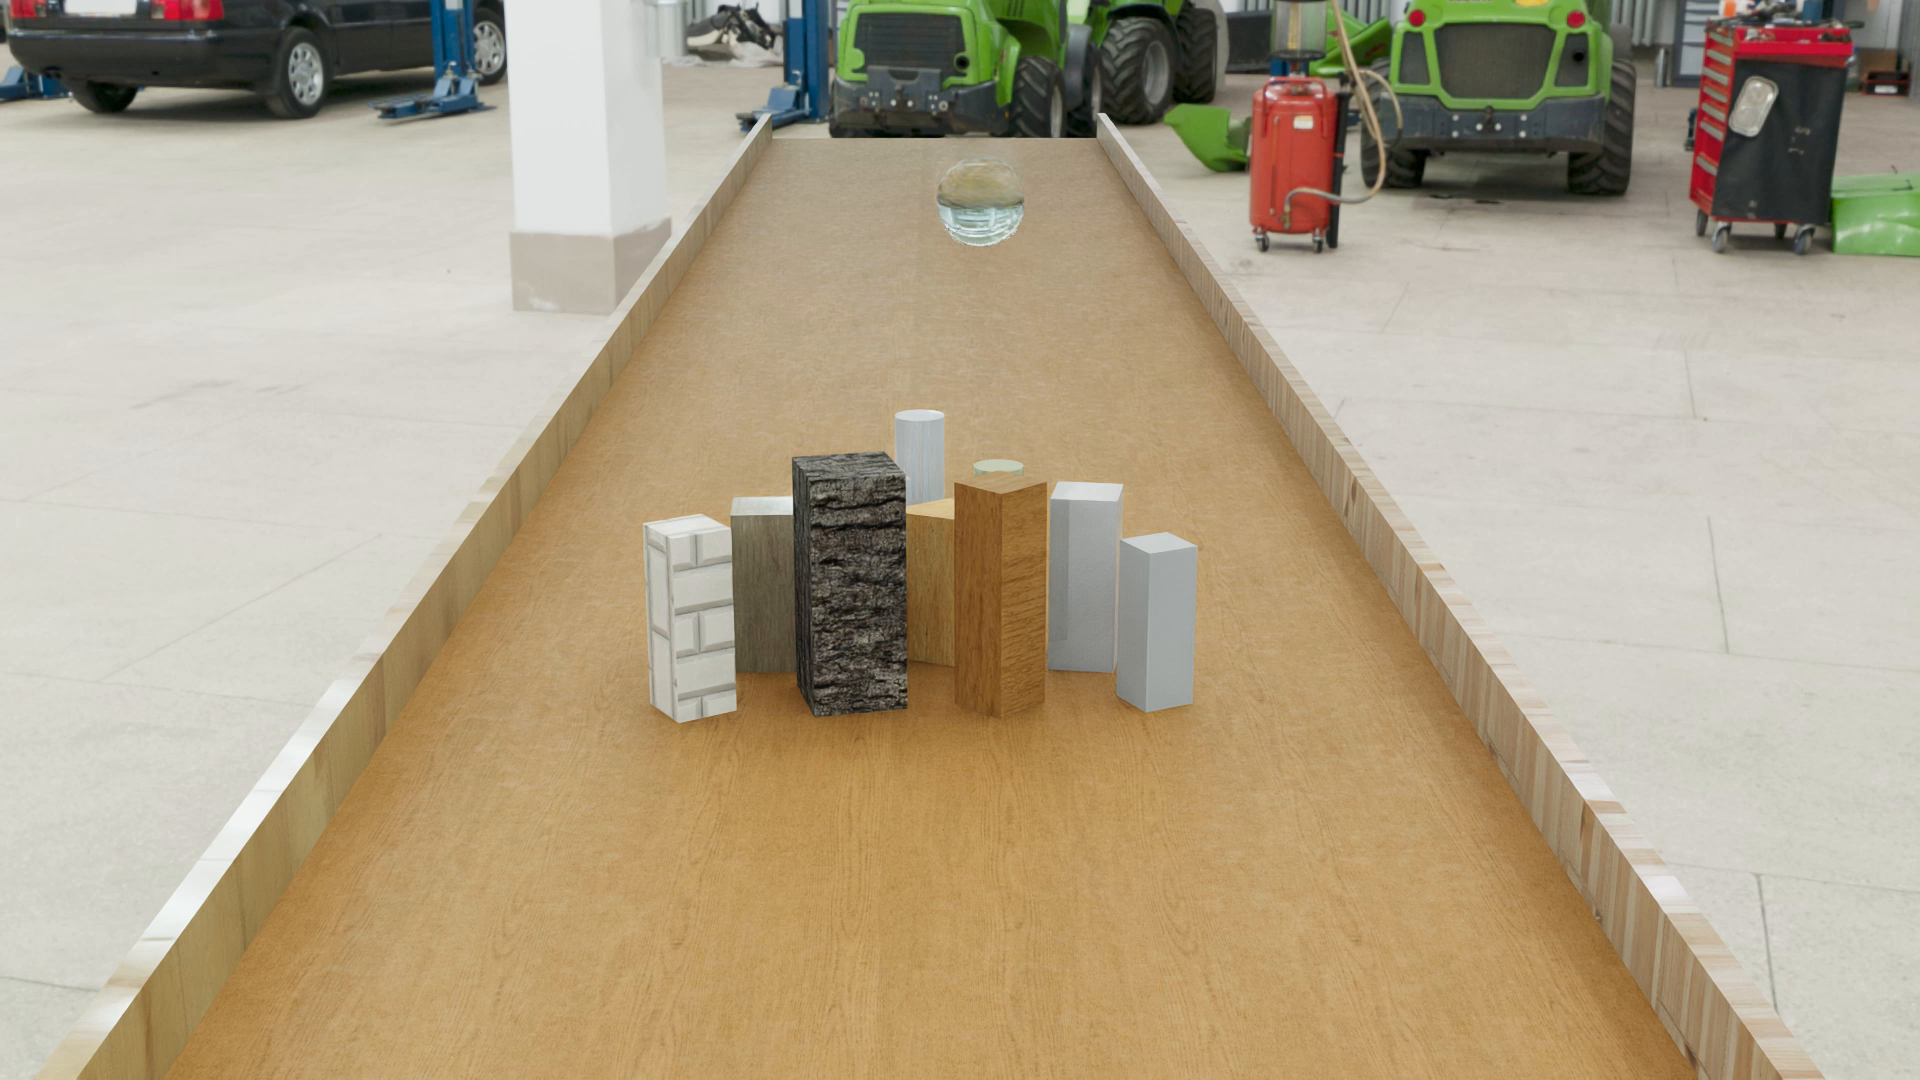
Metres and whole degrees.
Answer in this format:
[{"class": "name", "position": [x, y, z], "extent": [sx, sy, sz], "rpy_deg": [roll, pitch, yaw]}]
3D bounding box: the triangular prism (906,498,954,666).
[{"class": "triangular prism", "position": [-0.045, 0.079, 4.426], "extent": [0.155, 0.305, 0.134], "rpy_deg": [8, 18, 24]}]

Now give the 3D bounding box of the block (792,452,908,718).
[{"class": "block", "position": [-0.208, 0.081, 4.151], "extent": [0.179, 0.458, 0.179], "rpy_deg": [-4, 17, -14]}]

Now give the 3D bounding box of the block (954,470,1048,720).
[{"class": "block", "position": [0.075, 0.101, 4.122], "extent": [0.121, 0.435, 0.121], "rpy_deg": [16, 23, 42]}]

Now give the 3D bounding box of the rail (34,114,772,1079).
[{"class": "rail", "position": [-1.118, -0.838, 7.780], "extent": [0.050, 0.150, 12.000], "rpy_deg": [0, 17, -1]}]

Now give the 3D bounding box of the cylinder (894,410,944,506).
[{"class": "cylinder", "position": [-0.089, -0.093, 4.879], "extent": [0.110, 0.377, 0.110], "rpy_deg": [0, 17, 0]}]

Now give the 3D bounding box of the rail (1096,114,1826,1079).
[{"class": "rail", "position": [0.932, -0.844, 7.801], "extent": [0.050, 0.150, 12.000], "rpy_deg": [0, 17, -1]}]

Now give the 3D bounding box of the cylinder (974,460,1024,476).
[{"class": "cylinder", "position": [0.081, 0.002, 4.642], "extent": [0.105, 0.329, 0.105], "rpy_deg": [0, 17, 0]}]

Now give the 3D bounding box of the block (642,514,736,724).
[{"class": "block", "position": [-0.505, 0.145, 4.113], "extent": [0.121, 0.357, 0.121], "rpy_deg": [-11, 20, -32]}]

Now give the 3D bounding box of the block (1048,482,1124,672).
[{"class": "block", "position": [0.250, 0.073, 4.365], "extent": [0.131, 0.352, 0.131], "rpy_deg": [3, 17, 9]}]

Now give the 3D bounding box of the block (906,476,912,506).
[{"class": "block", "position": [-0.183, 0.017, 4.620], "extent": [0.124, 0.314, 0.124], "rpy_deg": [-8, 19, -26]}]

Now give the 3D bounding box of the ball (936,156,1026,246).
[{"class": "ball", "position": [0.090, -1.454, 9.445], "extent": [0.383, 0.383, 0.383], "rpy_deg": [0, 17, 0]}]

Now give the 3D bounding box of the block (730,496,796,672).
[{"class": "block", "position": [-0.383, 0.088, 4.362], "extent": [0.130, 0.324, 0.130], "rpy_deg": [-1, 17, -3]}]

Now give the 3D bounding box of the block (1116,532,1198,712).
[{"class": "block", "position": [0.371, 0.155, 4.159], "extent": [0.105, 0.312, 0.105], "rpy_deg": [-8, 19, -26]}]
